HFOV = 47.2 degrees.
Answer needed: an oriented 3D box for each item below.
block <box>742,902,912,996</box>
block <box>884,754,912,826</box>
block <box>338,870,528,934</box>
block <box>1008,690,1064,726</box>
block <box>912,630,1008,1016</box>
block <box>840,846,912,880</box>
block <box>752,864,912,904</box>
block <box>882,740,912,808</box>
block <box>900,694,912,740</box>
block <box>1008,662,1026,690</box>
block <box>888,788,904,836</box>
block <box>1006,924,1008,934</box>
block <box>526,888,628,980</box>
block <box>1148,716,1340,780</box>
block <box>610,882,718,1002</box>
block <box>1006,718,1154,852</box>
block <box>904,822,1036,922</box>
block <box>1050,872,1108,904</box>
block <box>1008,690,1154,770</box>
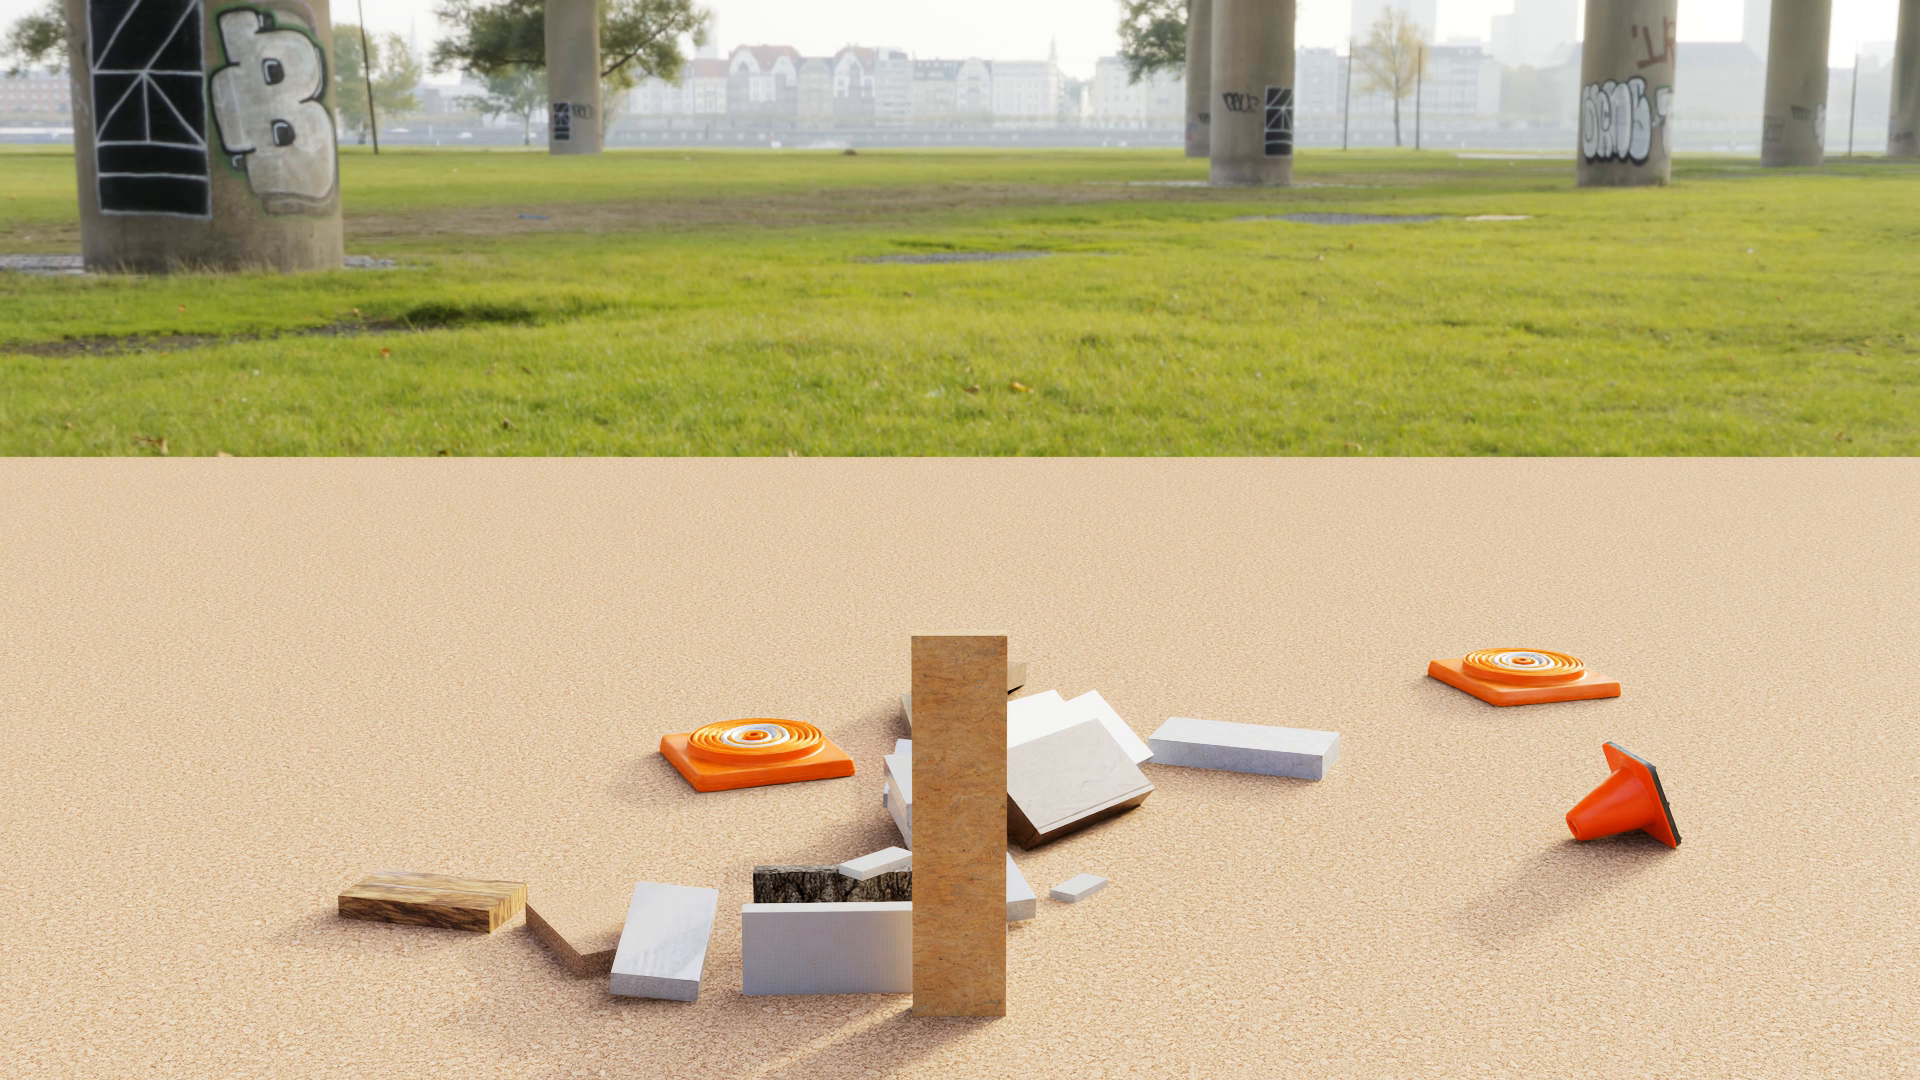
[{"bbox_3d":[-0.192,0.603,3.247,0.256,0.128,0.036,0,11,-2],"label":"block"},{"bbox_3d":[-0.046,0.429,3.827,0.136,0.039,0.273,-3,12,-9],"label":"block"},{"bbox_3d":[-0.857,0.587,3.582,0.268,0.038,0.134,3,11,15],"label":"block"},{"bbox_3d":[0.125,0.396,4.253,0.174,0.049,0.348,50,31,21],"label":"block"},{"bbox_3d":[-0.001,0.405,3.128,0.134,0.561,0.038,0,11,0],"label":"block"},{"bbox_3d":[-0.127,0.501,3.407,0.050,0.014,0.119,10,14,42],"label":"block"},{"bbox_3d":[-0.191,0.572,3.417,0.256,0.128,0.036,0,11,-2],"label":"block"},{"bbox_3d":[-0.077,0.431,4.037,0.102,0.029,0.204,5,24,4],"label":"block"},{"bbox_3d":[-0.012,0.410,4.505,0.174,0.049,0.582,-1,11,-6],"label":"block"},{"bbox_3d":[0.032,0.304,4.913,0.174,0.049,0.348,2,1,12],"label":"block"},{"bbox_3d":[-0.021,0.506,3.792,0.136,0.039,0.273,-5,25,-17],"label":"block"},{"bbox_3d":[0.038,0.625,3.444,0.050,0.014,0.101,3,11,15],"label":"block"},{"bbox_3d":[-0.573,0.613,3.442,0.134,0.038,0.268,-6,12,-28],"label":"block"},{"bbox_3d":[0.574,0.420,4.449,0.355,0.050,0.177,4,11,20],"label":"block"},{"bbox_3d":[-0.444,0.604,3.322,0.128,0.036,0.257,6,22,-2],"label":"block"},{"bbox_3d":[0.189,0.444,4.036,0.355,0.050,0.177,-13,56,-50],"label":"block"},{"bbox_3d":[0.014,0.541,3.622,0.136,0.039,0.273,-6,26,-18],"label":"block"},{"bbox_3d":[0.199,0.582,3.675,0.050,0.014,0.101,8,13,36],"label":"block"},{"bbox_3d":[0.197,0.413,4.206,0.177,0.050,0.433,48,30,17],"label":"block"}]
